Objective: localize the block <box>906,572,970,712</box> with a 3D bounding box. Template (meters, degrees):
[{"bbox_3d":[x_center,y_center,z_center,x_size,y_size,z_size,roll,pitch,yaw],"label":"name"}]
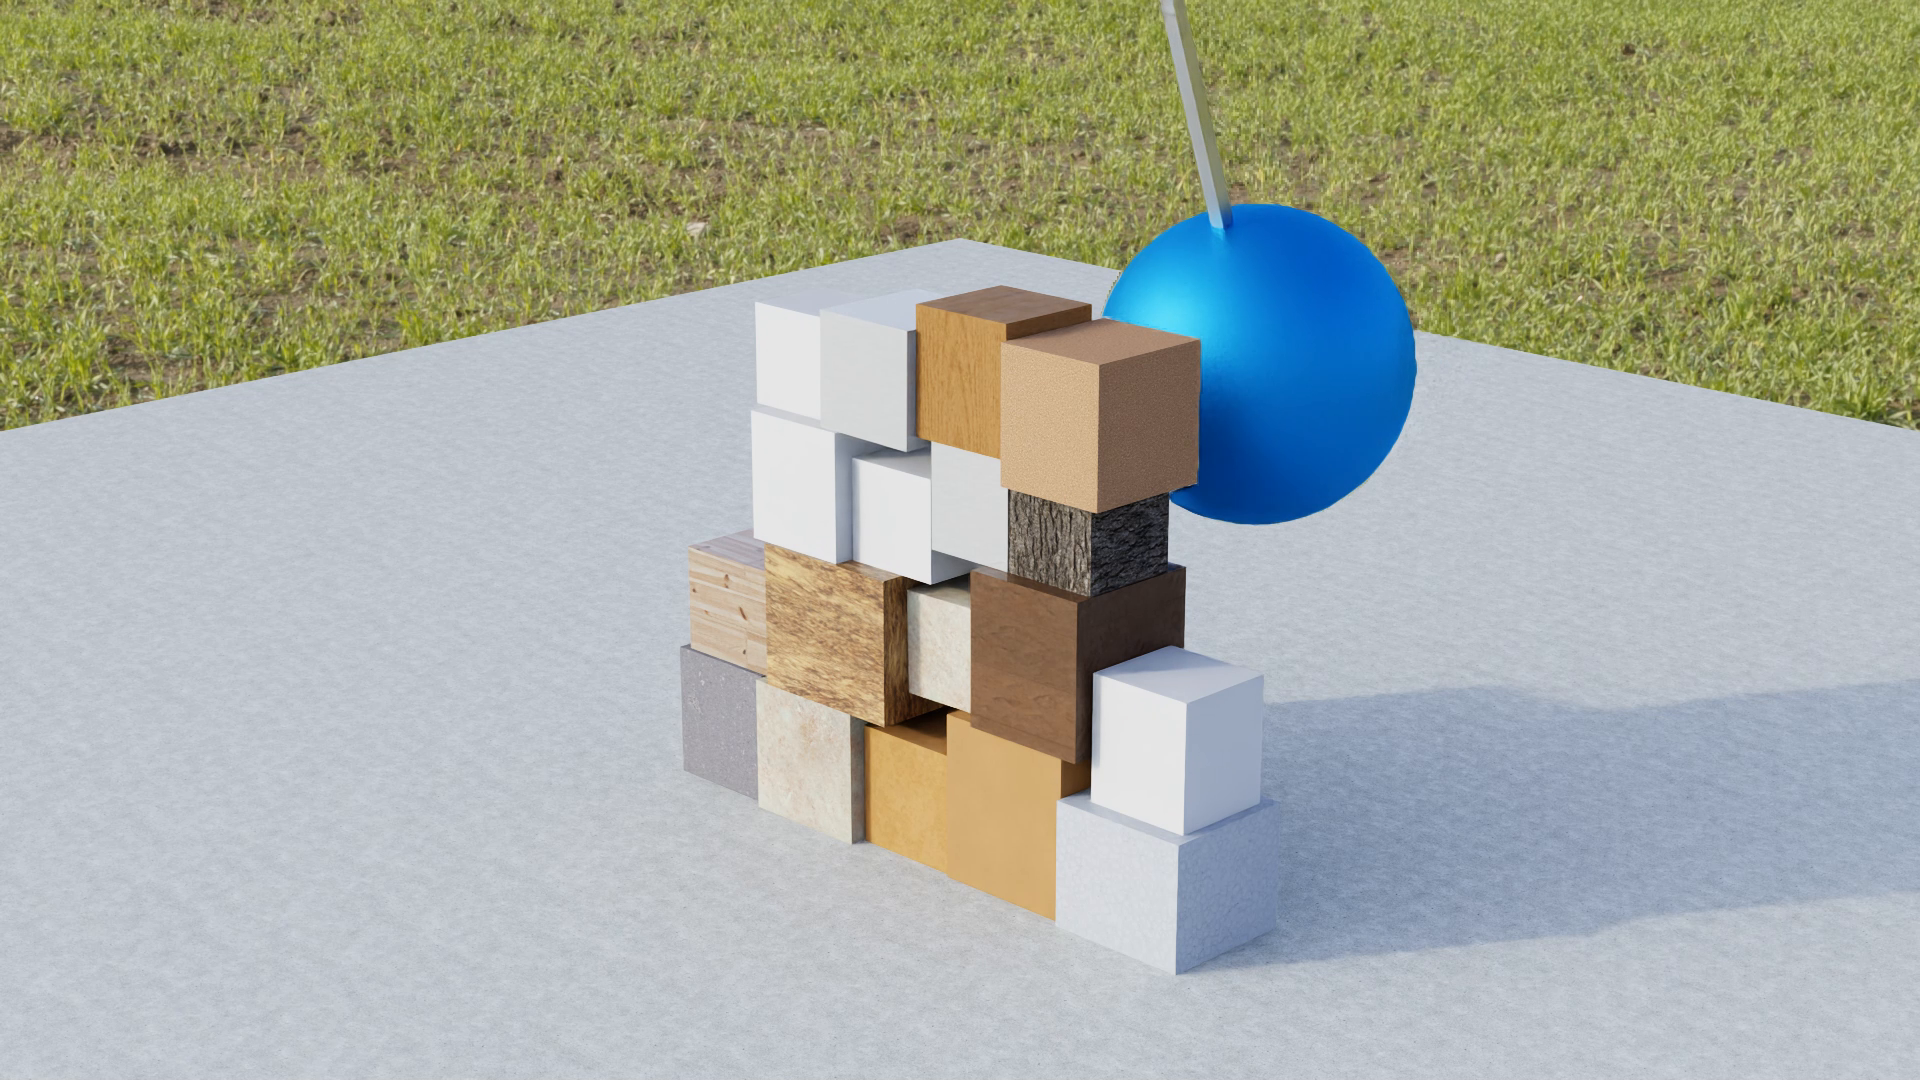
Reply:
[{"bbox_3d":[0.109,0.463,13.397,0.475,0.495,0.510,-17,23,-42],"label":"block"}]

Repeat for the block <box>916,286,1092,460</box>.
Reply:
[{"bbox_3d":[0.192,-0.744,12.917,0.551,0.605,0.539,16,24,42],"label":"block"}]

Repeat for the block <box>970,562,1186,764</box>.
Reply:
[{"bbox_3d":[0.520,0.474,12.960,0.704,0.733,0.635,-17,24,-42],"label":"block"}]

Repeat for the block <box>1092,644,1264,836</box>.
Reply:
[{"bbox_3d":[0.935,0.856,12.639,0.507,0.597,0.527,-17,24,-42],"label":"block"}]

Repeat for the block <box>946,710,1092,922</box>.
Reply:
[{"bbox_3d":[0.416,1.171,13.293,0.638,0.795,0.703,-17,24,-42],"label":"block"}]

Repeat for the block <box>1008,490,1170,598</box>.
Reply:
[{"bbox_3d":[0.560,-0.052,12.740,0.500,0.403,0.481,-17,24,-42],"label":"block"}]

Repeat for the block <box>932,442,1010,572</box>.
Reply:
[{"bbox_3d":[0.211,-0.202,13.046,0.483,0.507,0.469,-17,24,-42],"label":"block"}]

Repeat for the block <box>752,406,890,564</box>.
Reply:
[{"bbox_3d":[-0.535,-0.318,13.788,0.669,0.622,0.571,-17,24,-42],"label":"block"}]

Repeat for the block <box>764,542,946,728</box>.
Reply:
[{"bbox_3d":[-0.369,0.359,13.847,0.743,0.704,0.808,-17,24,-42],"label":"block"}]

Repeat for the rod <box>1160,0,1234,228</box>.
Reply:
[{"bbox_3d":[0.636,-3.667,12.855,0.080,5.200,0.080,17,44,42],"label":"rod"}]

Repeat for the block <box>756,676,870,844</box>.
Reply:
[{"bbox_3d":[-0.474,0.970,14.167,0.761,0.654,0.659,-17,24,-42],"label":"block"}]

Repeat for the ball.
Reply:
[{"bbox_3d":[1.467,-0.873,14.605,1.600,1.600,1.600,0,17,0],"label":"ball"}]

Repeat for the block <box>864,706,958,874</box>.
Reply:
[{"bbox_3d":[-0.058,1.143,13.740,0.539,0.581,0.560,-17,24,-42],"label":"block"}]

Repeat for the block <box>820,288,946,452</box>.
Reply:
[{"bbox_3d":[-0.219,-0.779,13.309,0.610,0.550,0.565,-17,25,-42],"label":"block"}]

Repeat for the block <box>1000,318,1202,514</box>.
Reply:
[{"bbox_3d":[0.602,-0.543,12.565,0.646,0.639,0.563,-17,24,-42],"label":"block"}]

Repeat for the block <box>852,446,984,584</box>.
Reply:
[{"bbox_3d":[-0.137,-0.140,13.443,0.497,0.491,0.513,-17,24,-42],"label":"block"}]

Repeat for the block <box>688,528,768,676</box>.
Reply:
[{"bbox_3d":[-0.905,0.290,14.352,0.552,0.528,0.640,-17,24,-42],"label":"block"}]

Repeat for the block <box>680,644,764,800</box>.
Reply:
[{"bbox_3d":[-0.934,0.834,14.597,0.663,0.656,0.608,-17,24,-42],"label":"block"}]

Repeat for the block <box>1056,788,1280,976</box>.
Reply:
[{"bbox_3d":[0.906,1.420,12.833,0.674,0.596,0.698,-17,24,-42],"label":"block"}]

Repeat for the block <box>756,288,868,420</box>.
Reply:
[{"bbox_3d":[-0.614,-0.868,13.692,0.438,0.485,0.522,-17,24,-42],"label":"block"}]
